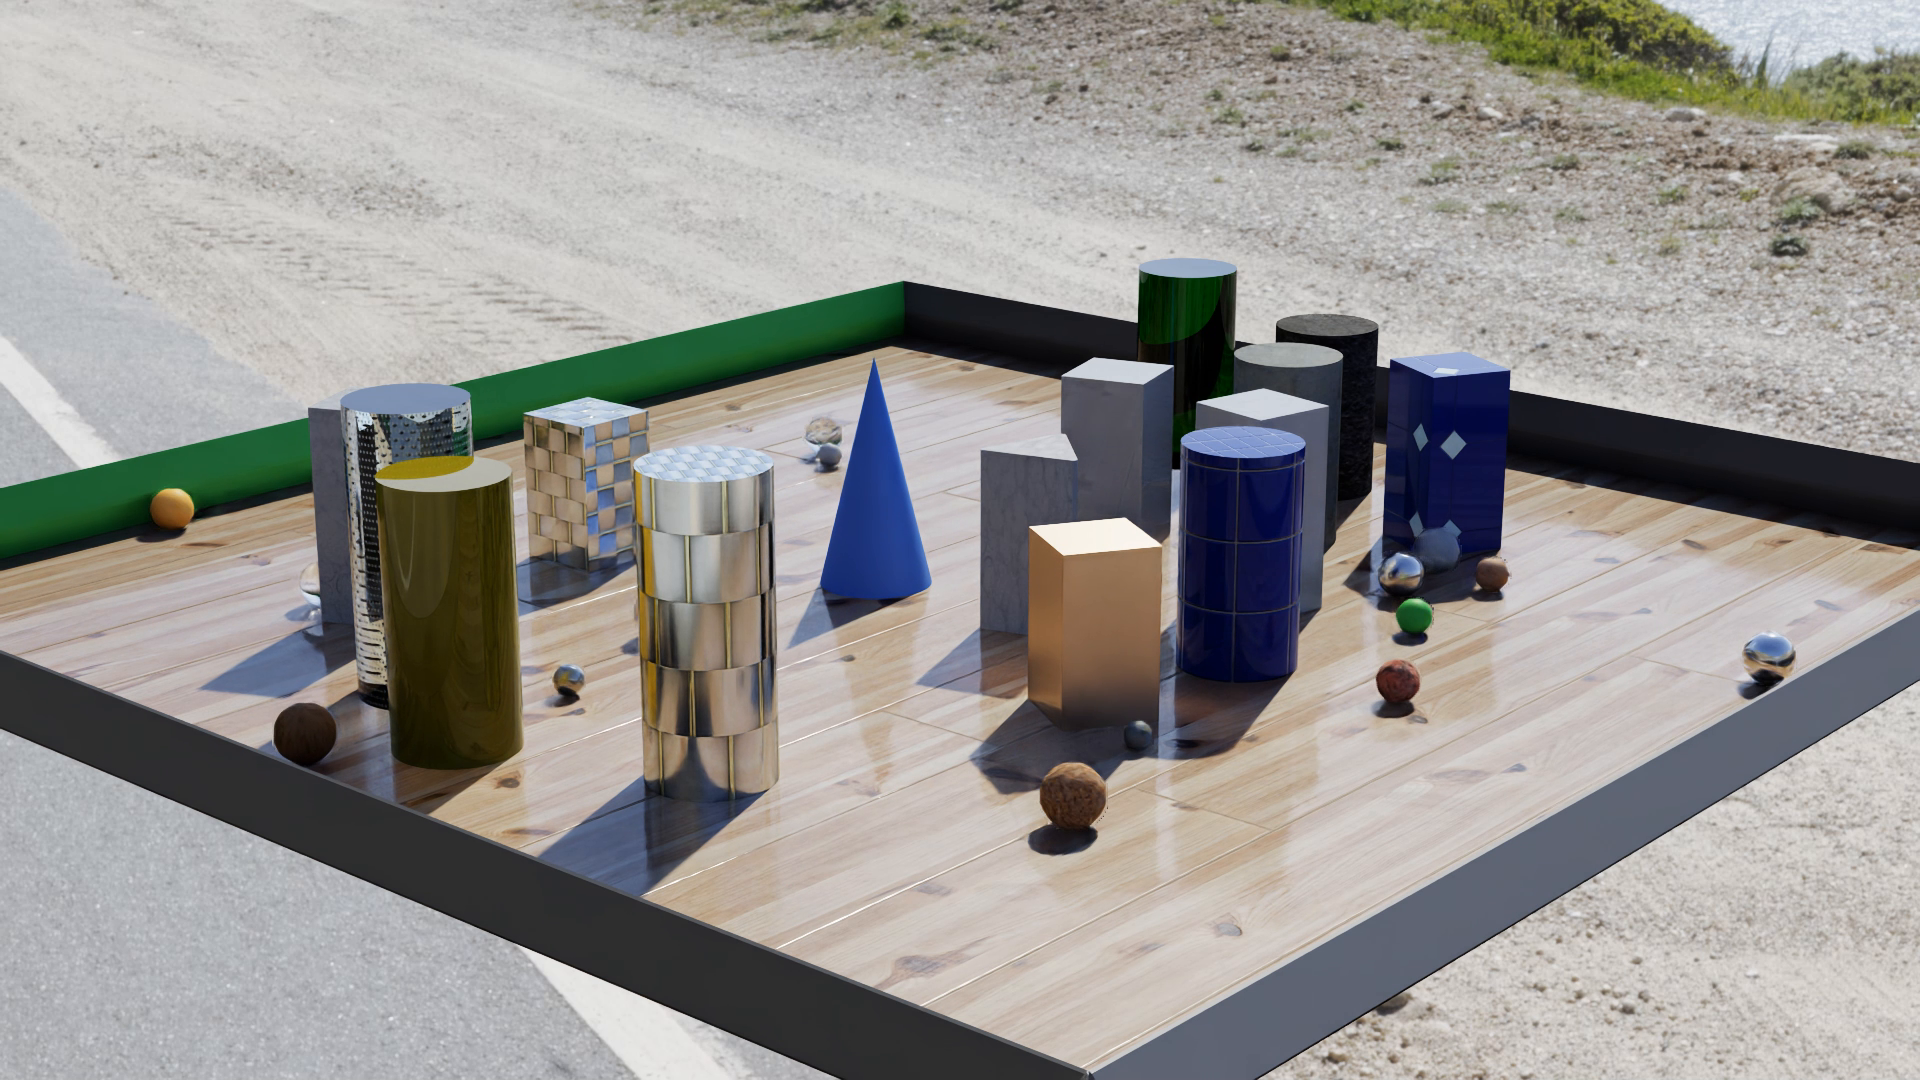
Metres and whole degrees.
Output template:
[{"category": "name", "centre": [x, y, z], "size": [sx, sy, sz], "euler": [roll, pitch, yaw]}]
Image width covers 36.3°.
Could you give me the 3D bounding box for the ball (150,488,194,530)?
[{"category": "ball", "centre": [-1.481, -0.058, 5.510], "size": [0.080, 0.080, 0.080], "euler": [0, 17, 0]}]

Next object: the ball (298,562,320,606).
[{"category": "ball", "centre": [-1.102, 0.075, 5.068], "size": [0.079, 0.079, 0.079], "euler": [0, 17, 0]}]

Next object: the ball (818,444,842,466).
[{"category": "ball", "centre": [-0.264, -0.172, 5.944], "size": [0.047, 0.047, 0.047], "euler": [0, 17, 0]}]

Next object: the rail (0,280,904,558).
[{"category": "rail", "centre": [-1.084, -0.239, 6.021], "size": [0.045, 0.129, 2.946], "euler": [14, 22, 39]}]

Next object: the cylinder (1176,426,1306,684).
[{"category": "cylinder", "centre": [0.452, 0.022, 4.734], "size": [0.199, 0.374, 0.199], "euler": [0, 17, 0]}]

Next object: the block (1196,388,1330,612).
[{"category": "block", "centre": [0.513, -0.059, 5.029], "size": [0.159, 0.359, 0.159], "euler": [-13, 21, -36]}]

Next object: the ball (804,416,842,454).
[{"category": "ball", "centre": [-0.280, -0.215, 6.031], "size": [0.078, 0.078, 0.078], "euler": [0, 17, 0]}]

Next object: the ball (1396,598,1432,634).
[{"category": "ball", "centre": [0.763, 0.128, 4.925], "size": [0.060, 0.060, 0.060], "euler": [0, 17, 0]}]

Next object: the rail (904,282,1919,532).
[{"category": "rail", "centre": [0.950, -0.283, 6.167], "size": [2.920, 0.129, 0.045], "euler": [14, 22, 39]}]

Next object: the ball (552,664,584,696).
[{"category": "ball", "centre": [-0.618, 0.221, 4.633], "size": [0.051, 0.051, 0.051], "euler": [0, 17, 0]}]

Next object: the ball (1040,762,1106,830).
[{"category": "ball", "centre": [0.158, 0.358, 4.104], "size": [0.094, 0.094, 0.094], "euler": [0, 17, 0]}]

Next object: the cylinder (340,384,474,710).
[{"category": "cylinder", "centre": [-0.855, 0.010, 4.593], "size": [0.199, 0.478, 0.199], "euler": [0, 17, 0]}]

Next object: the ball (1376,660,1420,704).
[{"category": "ball", "centre": [0.687, 0.221, 4.600], "size": [0.069, 0.069, 0.069], "euler": [0, 17, 0]}]

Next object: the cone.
[{"category": "cone", "centre": [-0.149, -0.122, 5.149], "size": [0.199, 0.411, 0.199], "euler": [0, 17, 0]}]

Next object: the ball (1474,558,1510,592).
[{"category": "ball", "centre": [0.934, 0.060, 5.151], "size": [0.060, 0.060, 0.060], "euler": [0, 17, 0]}]

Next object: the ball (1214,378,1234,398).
[{"category": "ball", "centre": [0.589, -0.326, 6.429], "size": [0.061, 0.061, 0.061], "euler": [0, 17, 0]}]

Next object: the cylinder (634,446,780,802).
[{"category": "cylinder", "centre": [-0.364, 0.119, 4.232], "size": [0.199, 0.477, 0.199], "euler": [0, 17, 0]}]

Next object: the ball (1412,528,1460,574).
[{"category": "ball", "centre": [0.851, 0.020, 5.246], "size": [0.083, 0.083, 0.083], "euler": [0, 17, 0]}]

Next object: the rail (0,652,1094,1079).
[{"category": "rail", "centre": [-0.950, 0.348, 4.072], "size": [2.920, 0.129, 0.045], "euler": [14, 22, 39]}]

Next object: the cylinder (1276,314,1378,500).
[{"category": "cylinder", "centre": [0.715, -0.262, 5.753], "size": [0.199, 0.329, 0.199], "euler": [0, 17, 0]}]

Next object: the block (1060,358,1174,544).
[{"category": "block", "centre": [0.289, -0.154, 5.403], "size": [0.159, 0.325, 0.159], "euler": [7, 18, 23]}]

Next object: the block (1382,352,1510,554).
[{"category": "block", "centre": [0.894, -0.159, 5.398], "size": [0.159, 0.337, 0.159], "euler": [-6, 18, -20]}]

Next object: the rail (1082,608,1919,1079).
[{"category": "rail", "centre": [1.084, 0.304, 4.218], "size": [0.045, 0.129, 2.946], "euler": [14, 22, 39]}]

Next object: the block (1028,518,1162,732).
[{"category": "block", "centre": [0.207, 0.130, 4.534], "size": [0.159, 0.283, 0.159], "euler": [-5, 18, -17]}]

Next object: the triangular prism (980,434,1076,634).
[{"category": "triangular prism", "centre": [0.143, -0.011, 4.950], "size": [0.172, 0.312, 0.149], "euler": [8, 18, 24]}]

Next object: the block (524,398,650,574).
[{"category": "block", "centre": [-0.674, -0.101, 5.322], "size": [0.159, 0.270, 0.159], "euler": [14, 21, 38]}]

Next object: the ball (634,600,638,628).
[{"category": "ball", "centre": [-0.503, 0.123, 4.898], "size": [0.085, 0.085, 0.085], "euler": [0, 17, 0]}]

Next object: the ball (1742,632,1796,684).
[{"category": "ball", "centre": [1.293, 0.188, 4.684], "size": [0.085, 0.085, 0.085], "euler": [0, 17, 0]}]

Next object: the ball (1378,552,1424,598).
[{"category": "ball", "centre": [0.769, 0.060, 5.116], "size": [0.080, 0.080, 0.080], "euler": [0, 17, 0]}]

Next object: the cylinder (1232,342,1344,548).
[{"category": "cylinder", "centre": [0.601, -0.172, 5.418], "size": [0.199, 0.350, 0.199], "euler": [0, 17, 0]}]

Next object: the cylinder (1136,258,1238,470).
[{"category": "cylinder", "centre": [0.459, -0.359, 5.962], "size": [0.199, 0.395, 0.199], "euler": [0, 17, 0]}]

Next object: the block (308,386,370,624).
[{"category": "block", "centre": [-0.988, -0.057, 4.992], "size": [0.159, 0.375, 0.159], "euler": [5, 17, 16]}]

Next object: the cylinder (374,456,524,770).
[{"category": "cylinder", "centre": [-0.757, 0.107, 4.361], "size": [0.199, 0.426, 0.199], "euler": [0, 17, 0]}]

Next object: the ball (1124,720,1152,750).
[{"category": "ball", "centre": [0.268, 0.293, 4.405], "size": [0.044, 0.044, 0.044], "euler": [0, 17, 0]}]

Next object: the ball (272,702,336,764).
[{"category": "ball", "centre": [-0.971, 0.286, 4.343], "size": [0.093, 0.093, 0.093], "euler": [0, 17, 0]}]
